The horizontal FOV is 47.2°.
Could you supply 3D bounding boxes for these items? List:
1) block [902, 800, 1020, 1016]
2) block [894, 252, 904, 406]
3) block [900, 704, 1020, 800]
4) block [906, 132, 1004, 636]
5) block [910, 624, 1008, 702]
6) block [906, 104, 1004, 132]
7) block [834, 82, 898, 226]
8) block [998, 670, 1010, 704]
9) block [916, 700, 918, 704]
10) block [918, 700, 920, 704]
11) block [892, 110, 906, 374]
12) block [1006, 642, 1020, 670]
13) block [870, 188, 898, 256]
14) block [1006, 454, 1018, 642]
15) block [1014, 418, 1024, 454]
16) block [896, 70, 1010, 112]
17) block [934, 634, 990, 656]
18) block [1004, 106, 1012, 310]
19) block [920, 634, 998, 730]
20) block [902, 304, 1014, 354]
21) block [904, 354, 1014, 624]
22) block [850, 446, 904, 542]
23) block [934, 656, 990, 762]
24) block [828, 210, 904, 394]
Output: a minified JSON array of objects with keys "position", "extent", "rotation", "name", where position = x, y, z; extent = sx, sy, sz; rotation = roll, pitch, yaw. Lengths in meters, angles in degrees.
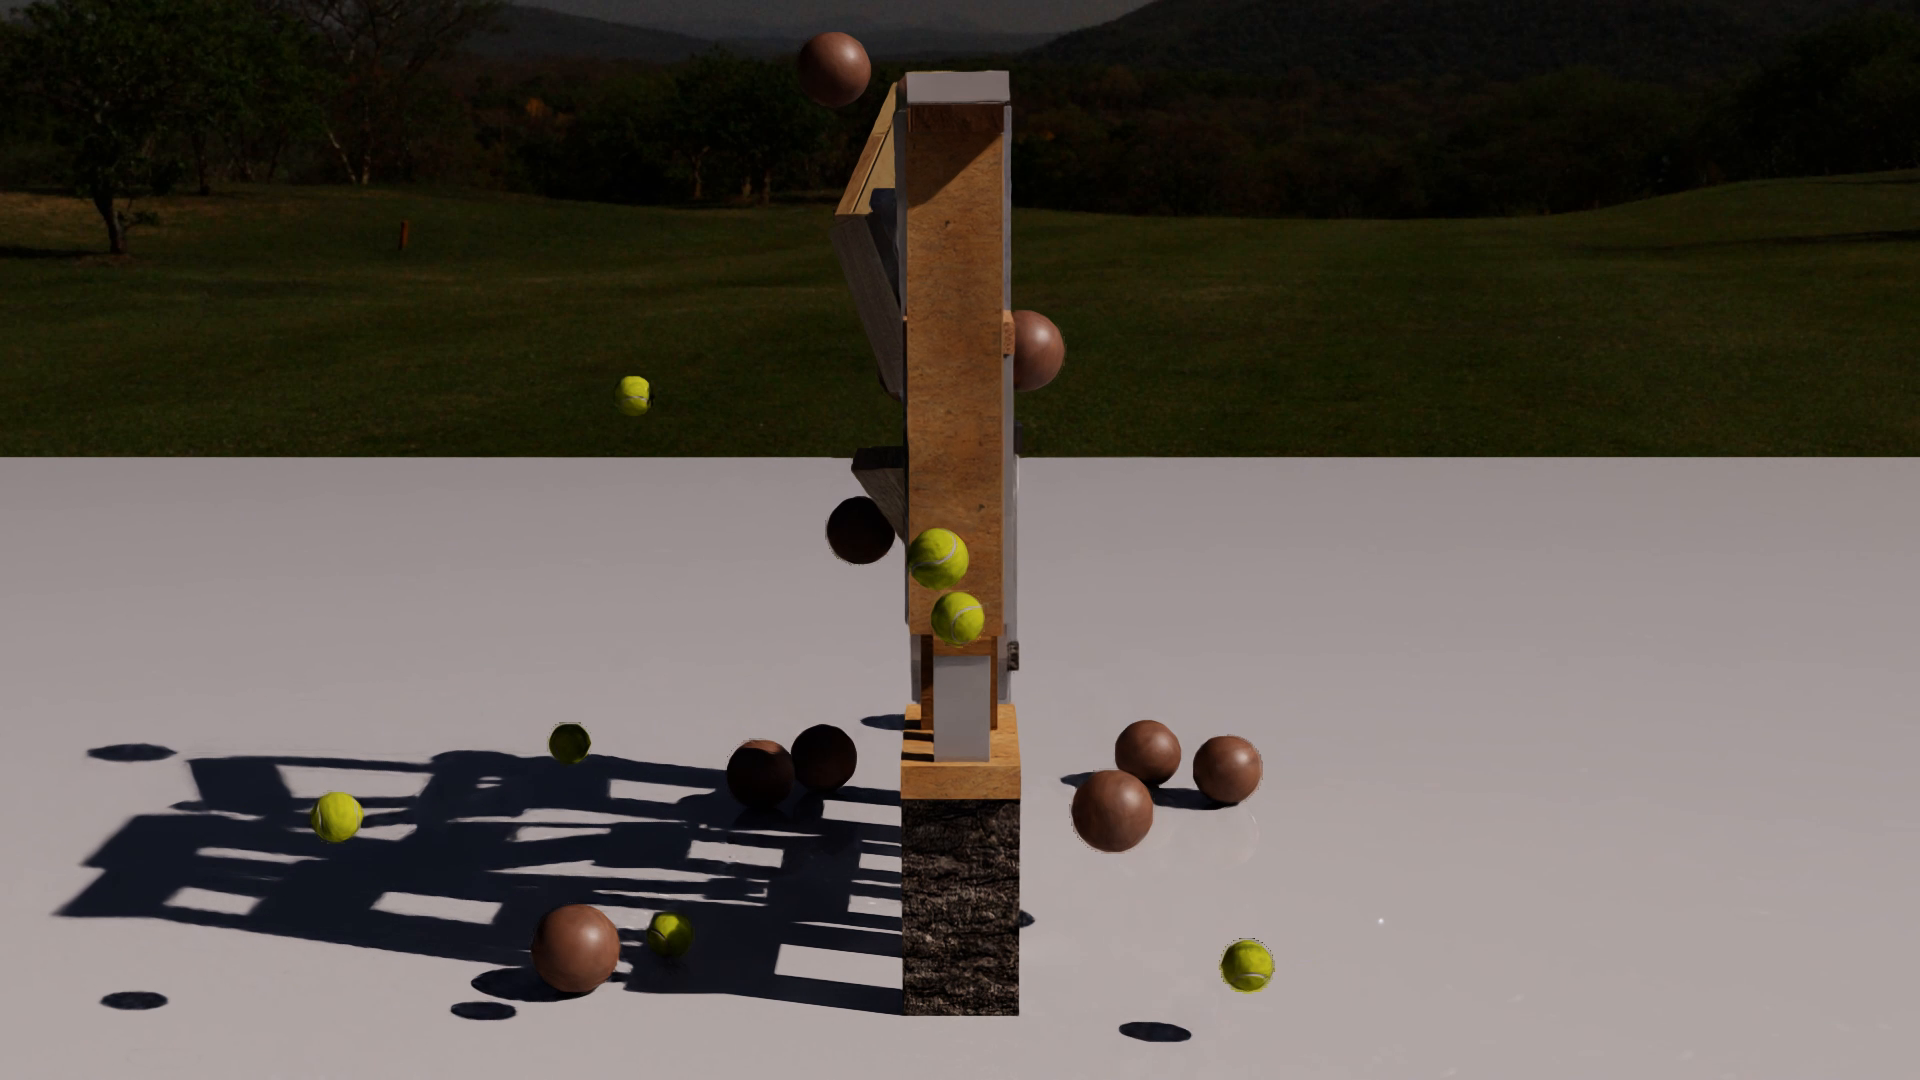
[{"position":[0.001,0.515,3.153],"extent":[0.167,0.335,0.047],"rotation":[0,11,0],"name":"block"},{"position":[-0.053,-0.381,3.673],"extent":[0.172,0.344,0.049],"rotation":[-10,33,12],"name":"block"},{"position":[0.001,0.307,3.226],"extent":[0.167,0.047,0.335],"rotation":[0,11,0],"name":"block"},{"position":[-0.006,-0.209,3.011],"extent":[0.128,0.686,0.036],"rotation":[1,9,5],"name":"block"},{"position":[-0.005,0.031,3.414],"extent":[0.151,0.461,0.043],"rotation":[-1,21,0],"name":"block"},{"position":[-0.006,-0.581,3.029],"extent":[0.128,0.036,0.256],"rotation":[0,11,0],"name":"block"},{"position":[-0.072,-0.636,3.638],"extent":[0.172,0.049,0.344],"rotation":[1,49,22],"name":"block"},{"position":[0.007,0.379,3.912],"extent":[0.162,0.325,0.046],"rotation":[0,10,-1],"name":"block"},{"position":[-0.001,0.340,4.127],"extent":[0.162,0.325,0.046],"rotation":[0,10,-1],"name":"block"},{"position":[-0.006,0.229,3.603],"extent":[0.123,0.247,0.035],"rotation":[0,10,0],"name":"block"},{"position":[-0.019,-0.443,3.342],"extent":[0.147,0.415,0.042],"rotation":[-1,12,7],"name":"block"},{"position":[0.015,0.176,3.989],"extent":[0.162,0.046,0.325],"rotation":[0,10,-2],"name":"block"},{"position":[-0.059,-0.481,3.476],"extent":[0.103,0.029,0.206],"rotation":[1,-30,21],"name":"block"},{"position":[0.017,0.009,3.842],"extent":[0.167,0.335,0.047],"rotation":[0,10,0],"name":"block"},{"position":[0.005,-0.201,3.923],"extent":[0.167,0.047,0.335],"rotation":[-1,11,-7],"name":"block"},{"position":[-0.015,-0.664,3.270],"extent":[0.147,0.042,0.293],"rotation":[-2,8,-4],"name":"block"},{"position":[0.002,0.134,3.101],"extent":[0.078,0.022,0.157],"rotation":[0,10,0],"name":"block"},{"position":[0.001,-0.484,3.210],"extent":[0.147,0.293,0.042],"rotation":[0,12,-1],"name":"block"},{"position":[-0.001,0.168,3.225],"extent":[0.113,0.225,0.032],"rotation":[0,16,0],"name":"block"},{"position":[-0.003,-0.306,3.176],"extent":[0.154,0.044,0.308],"rotation":[0,11,0],"name":"block"},{"position":[-0.001,-0.075,3.112],"extent":[0.154,0.386,0.044],"rotation":[0,10,0],"name":"block"},{"position":[-0.043,-0.046,3.539],"extent":[0.151,0.043,0.301],"rotation":[0,-33,27],"name":"block"},{"position":[0.003,0.233,3.065],"extent":[0.078,0.157,0.022],"rotation":[0,16,0],"name":"block"},{"position":[-0.119,-0.371,3.442],"extent":[0.029,0.274,0.103],"rotation":[-26,8,-37],"name":"block"}]
